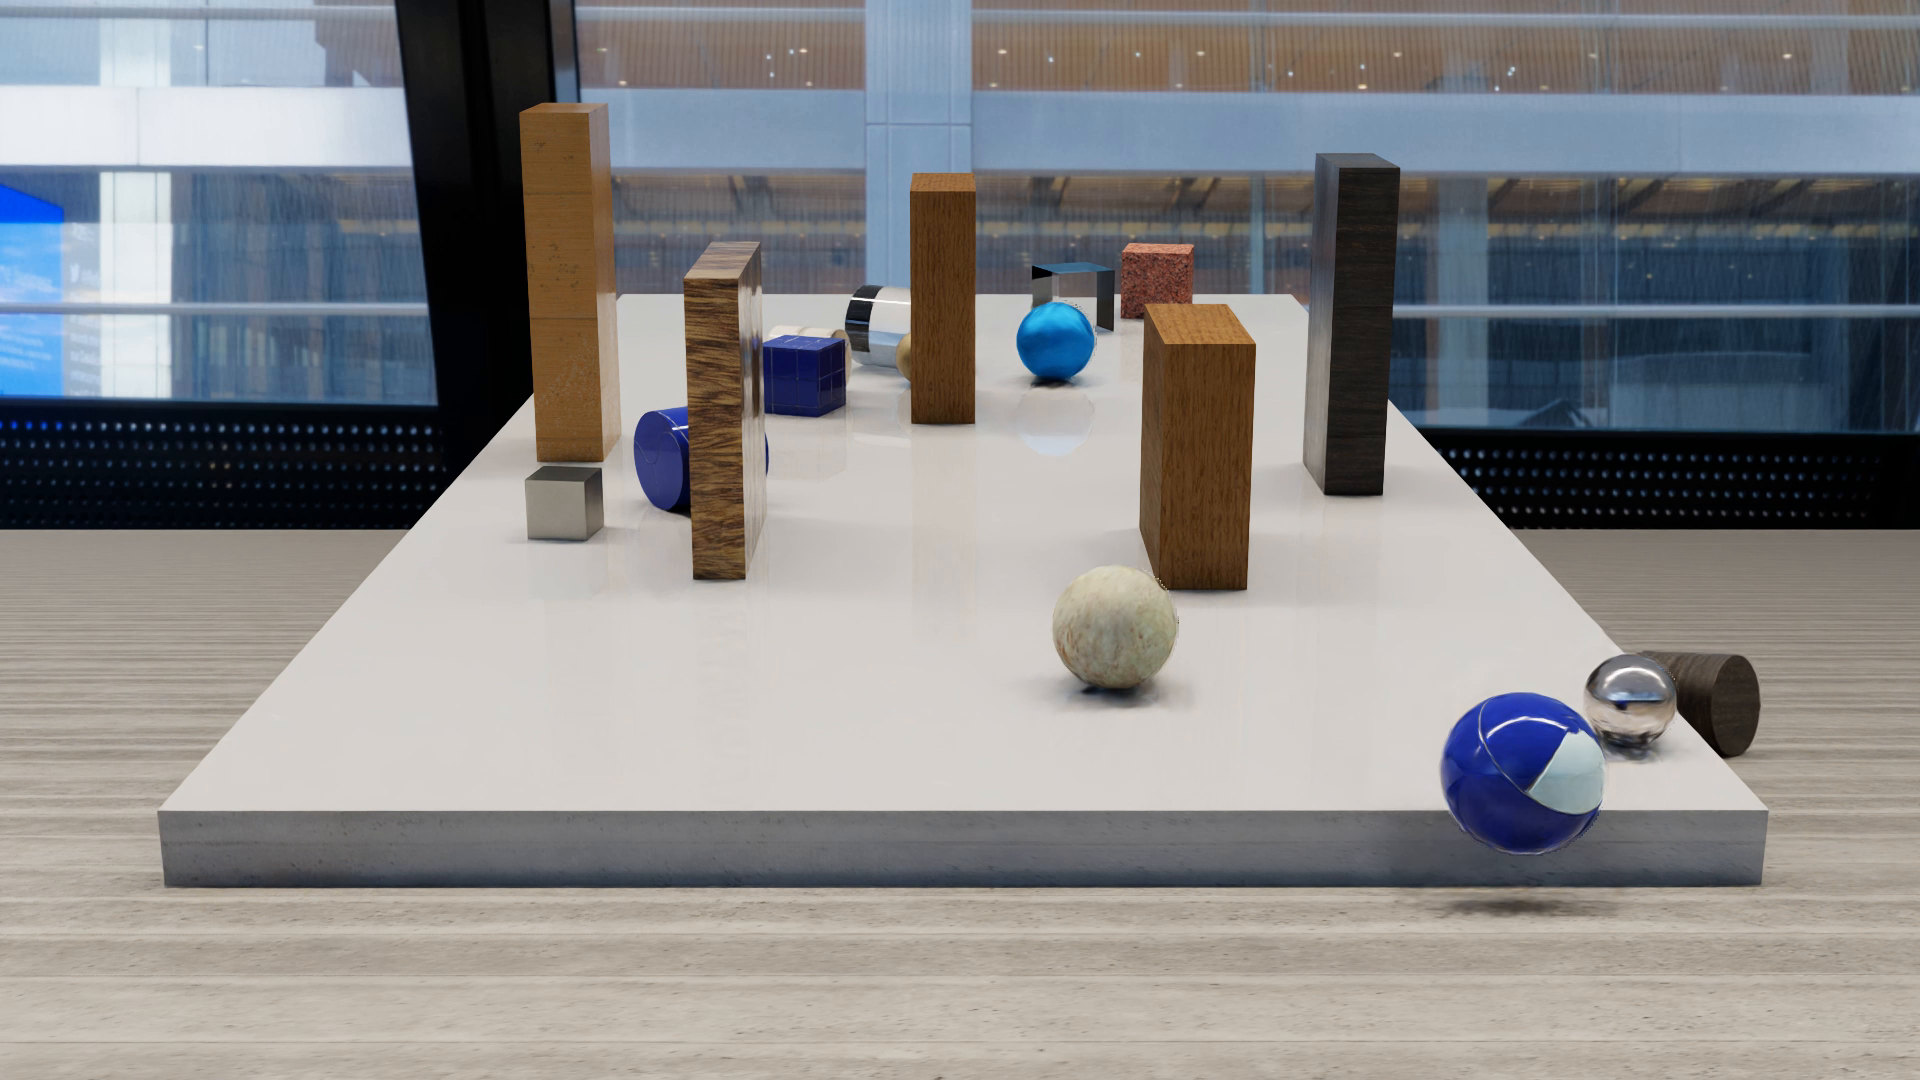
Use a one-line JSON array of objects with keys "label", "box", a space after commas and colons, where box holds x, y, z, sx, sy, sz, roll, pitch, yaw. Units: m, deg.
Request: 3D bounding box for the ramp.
[{"label": "ramp", "box": [-0.002, -0.152, 4.670, 2.000, 0.100, 4.000, 0, 16, 0]}]

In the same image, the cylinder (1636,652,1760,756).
[{"label": "cylinder", "box": [1.436, 0.321, 4.334, 0.197, 0.197, 0.197, 0, 1, -44]}]

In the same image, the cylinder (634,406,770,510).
[{"label": "cylinder", "box": [-0.492, -0.164, 4.176, 0.187, 0.187, 0.187, -11, 7, -35]}]

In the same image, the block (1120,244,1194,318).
[{"label": "block", "box": [0.560, -0.733, 6.229, 0.186, 0.186, 0.186, 3, 16, 10]}]

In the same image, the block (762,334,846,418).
[{"label": "block", "box": [-0.361, -0.373, 4.995, 0.152, 0.152, 0.152, 6, 17, 21]}]

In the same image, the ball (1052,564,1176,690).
[{"label": "ball", "box": [0.221, 0.125, 3.154, 0.179, 0.179, 0.179, 0, 0, 0]}]

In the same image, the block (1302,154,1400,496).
[{"label": "block", "box": [0.760, -0.426, 4.300, 0.114, 0.627, 0.275, 0, 16, 0]}]

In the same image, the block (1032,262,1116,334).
[{"label": "block", "box": [0.307, -0.658, 5.994, 0.168, 0.168, 0.168, -7, 17, -23]}]

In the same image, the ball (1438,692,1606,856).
[{"label": "ball", "box": [0.666, 0.276, 2.607, 0.193, 0.193, 0.193, 0, 0, 0]}]

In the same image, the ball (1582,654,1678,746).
[{"label": "ball", "box": [0.895, 0.214, 2.941, 0.122, 0.122, 0.122, 0, 0, 0]}]

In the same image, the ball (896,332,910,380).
[{"label": "ball", "box": [-0.088, -0.439, 5.267, 0.134, 0.134, 0.134, 0, 0, 0]}]

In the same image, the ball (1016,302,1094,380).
[{"label": "ball", "box": [0.230, -0.479, 5.312, 0.188, 0.188, 0.188, 0, 0, 0]}]

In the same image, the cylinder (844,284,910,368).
[{"label": "cylinder", "box": [-0.146, -0.525, 5.450, 0.202, 0.202, 0.202, 9, 5, 28]}]

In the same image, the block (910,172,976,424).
[{"label": "block", "box": [-0.038, -0.553, 4.974, 0.142, 0.510, 0.372, 0, 16, 0]}]

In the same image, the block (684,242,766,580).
[{"label": "block", "box": [-0.405, -0.237, 3.840, 0.088, 0.508, 0.438, 0, 16, 0]}]

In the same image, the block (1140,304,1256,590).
[{"label": "block", "box": [0.402, -0.169, 3.776, 0.147, 0.412, 0.394, 0, 16, 0]}]

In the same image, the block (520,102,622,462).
[{"label": "block", "box": [-0.799, -0.534, 4.541, 0.136, 0.705, 0.254, 0, 16, 0]}]

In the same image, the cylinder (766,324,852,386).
[{"label": "cylinder", "box": [-0.357, -0.420, 5.153, 0.158, 0.158, 0.158, 6, 3, 21]}]

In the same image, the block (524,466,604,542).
[{"label": "block", "box": [-0.713, -0.067, 3.971, 0.109, 0.109, 0.109, 2, 16, 7]}]
